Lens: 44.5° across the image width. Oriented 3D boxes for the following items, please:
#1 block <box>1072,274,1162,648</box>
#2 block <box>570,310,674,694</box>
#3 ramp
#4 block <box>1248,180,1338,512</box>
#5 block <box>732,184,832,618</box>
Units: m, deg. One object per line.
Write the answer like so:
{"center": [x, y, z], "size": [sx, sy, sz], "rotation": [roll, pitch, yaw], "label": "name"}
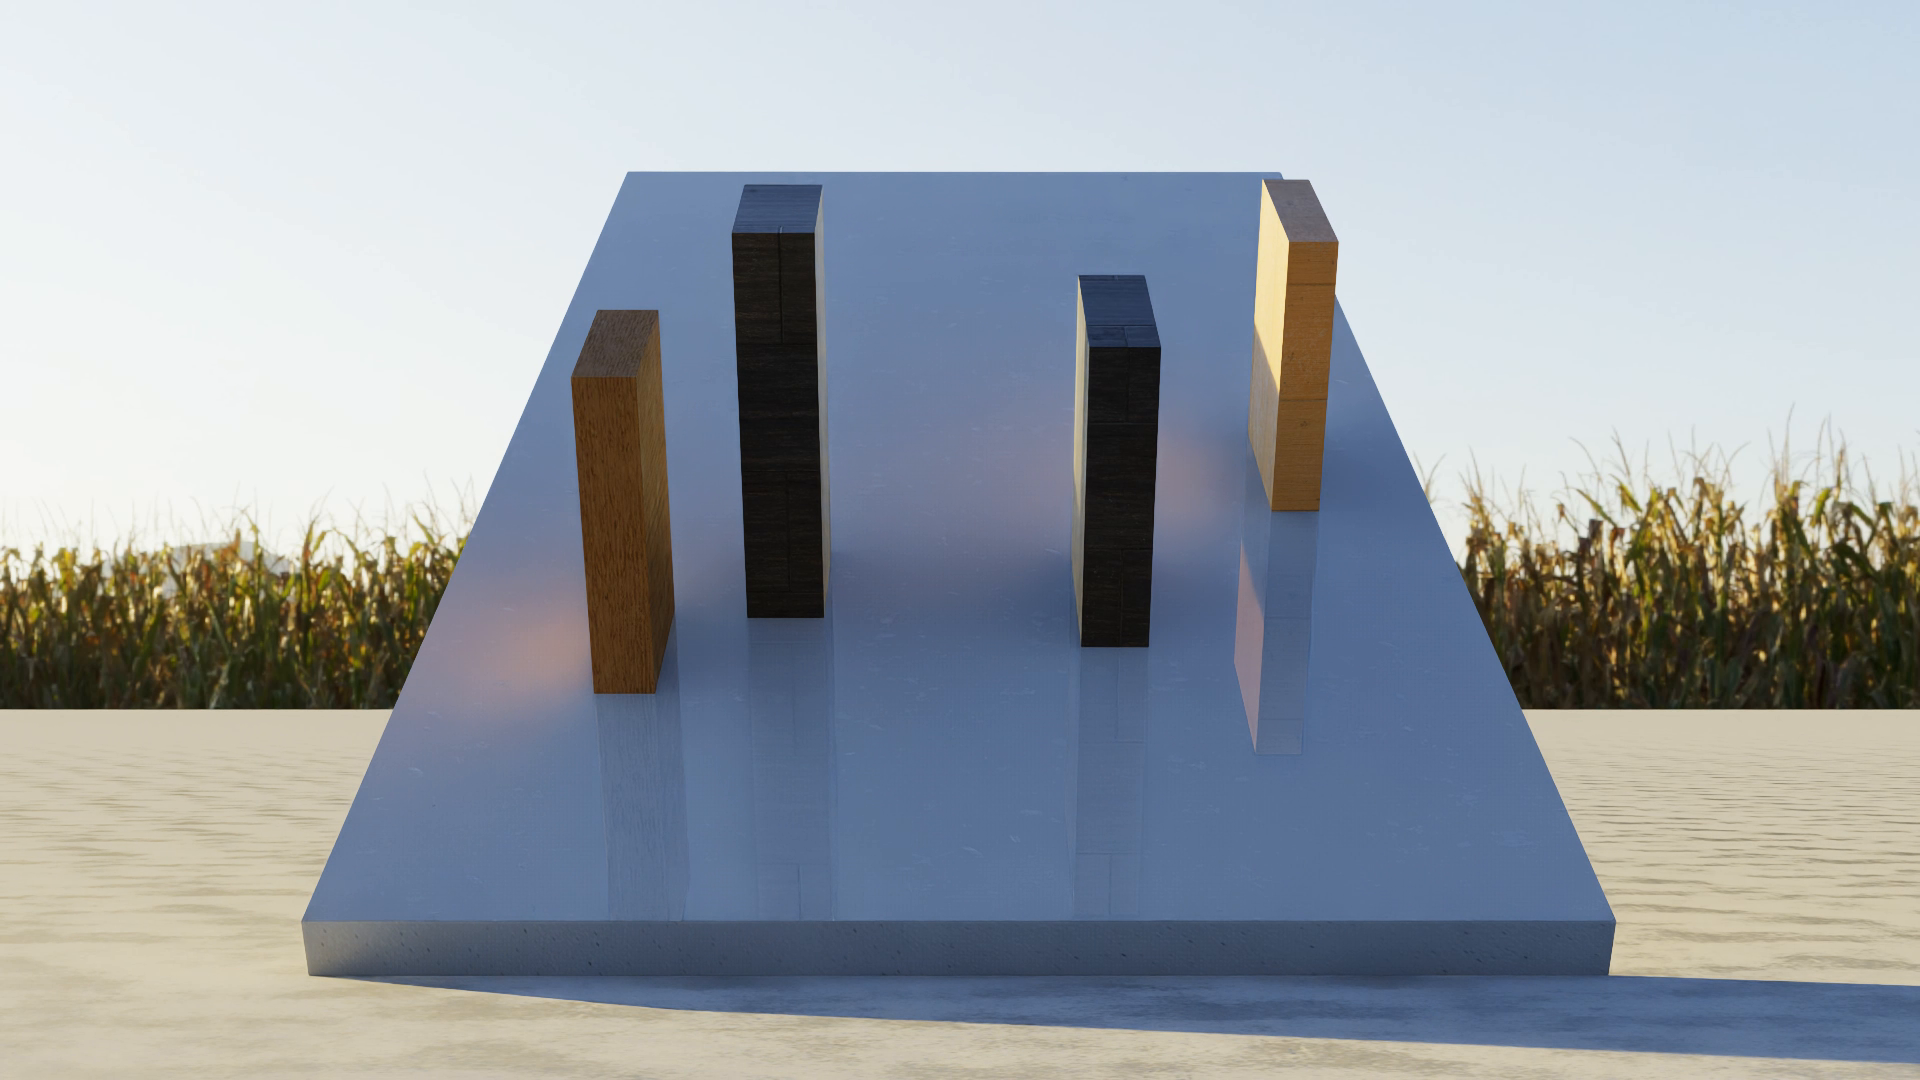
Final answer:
{"center": [0.289, -0.152, 4.420], "size": [0.126, 0.596, 0.389], "rotation": [0, 25, 0], "label": "block"}
{"center": [-0.602, -0.071, 4.228], "size": [0.110, 0.608, 0.336], "rotation": [0, 25, 0], "label": "block"}
{"center": [-0.009, -0.229, 5.395], "size": [2.000, 0.100, 4.000], "rotation": [0, 25, 0], "label": "ramp"}
{"center": [0.704, -0.420, 4.994], "size": [0.100, 0.591, 0.432], "rotation": [0, 25, 0], "label": "block"}
{"center": [-0.332, -0.260, 4.446], "size": [0.147, 0.765, 0.295], "rotation": [0, 25, 0], "label": "block"}
